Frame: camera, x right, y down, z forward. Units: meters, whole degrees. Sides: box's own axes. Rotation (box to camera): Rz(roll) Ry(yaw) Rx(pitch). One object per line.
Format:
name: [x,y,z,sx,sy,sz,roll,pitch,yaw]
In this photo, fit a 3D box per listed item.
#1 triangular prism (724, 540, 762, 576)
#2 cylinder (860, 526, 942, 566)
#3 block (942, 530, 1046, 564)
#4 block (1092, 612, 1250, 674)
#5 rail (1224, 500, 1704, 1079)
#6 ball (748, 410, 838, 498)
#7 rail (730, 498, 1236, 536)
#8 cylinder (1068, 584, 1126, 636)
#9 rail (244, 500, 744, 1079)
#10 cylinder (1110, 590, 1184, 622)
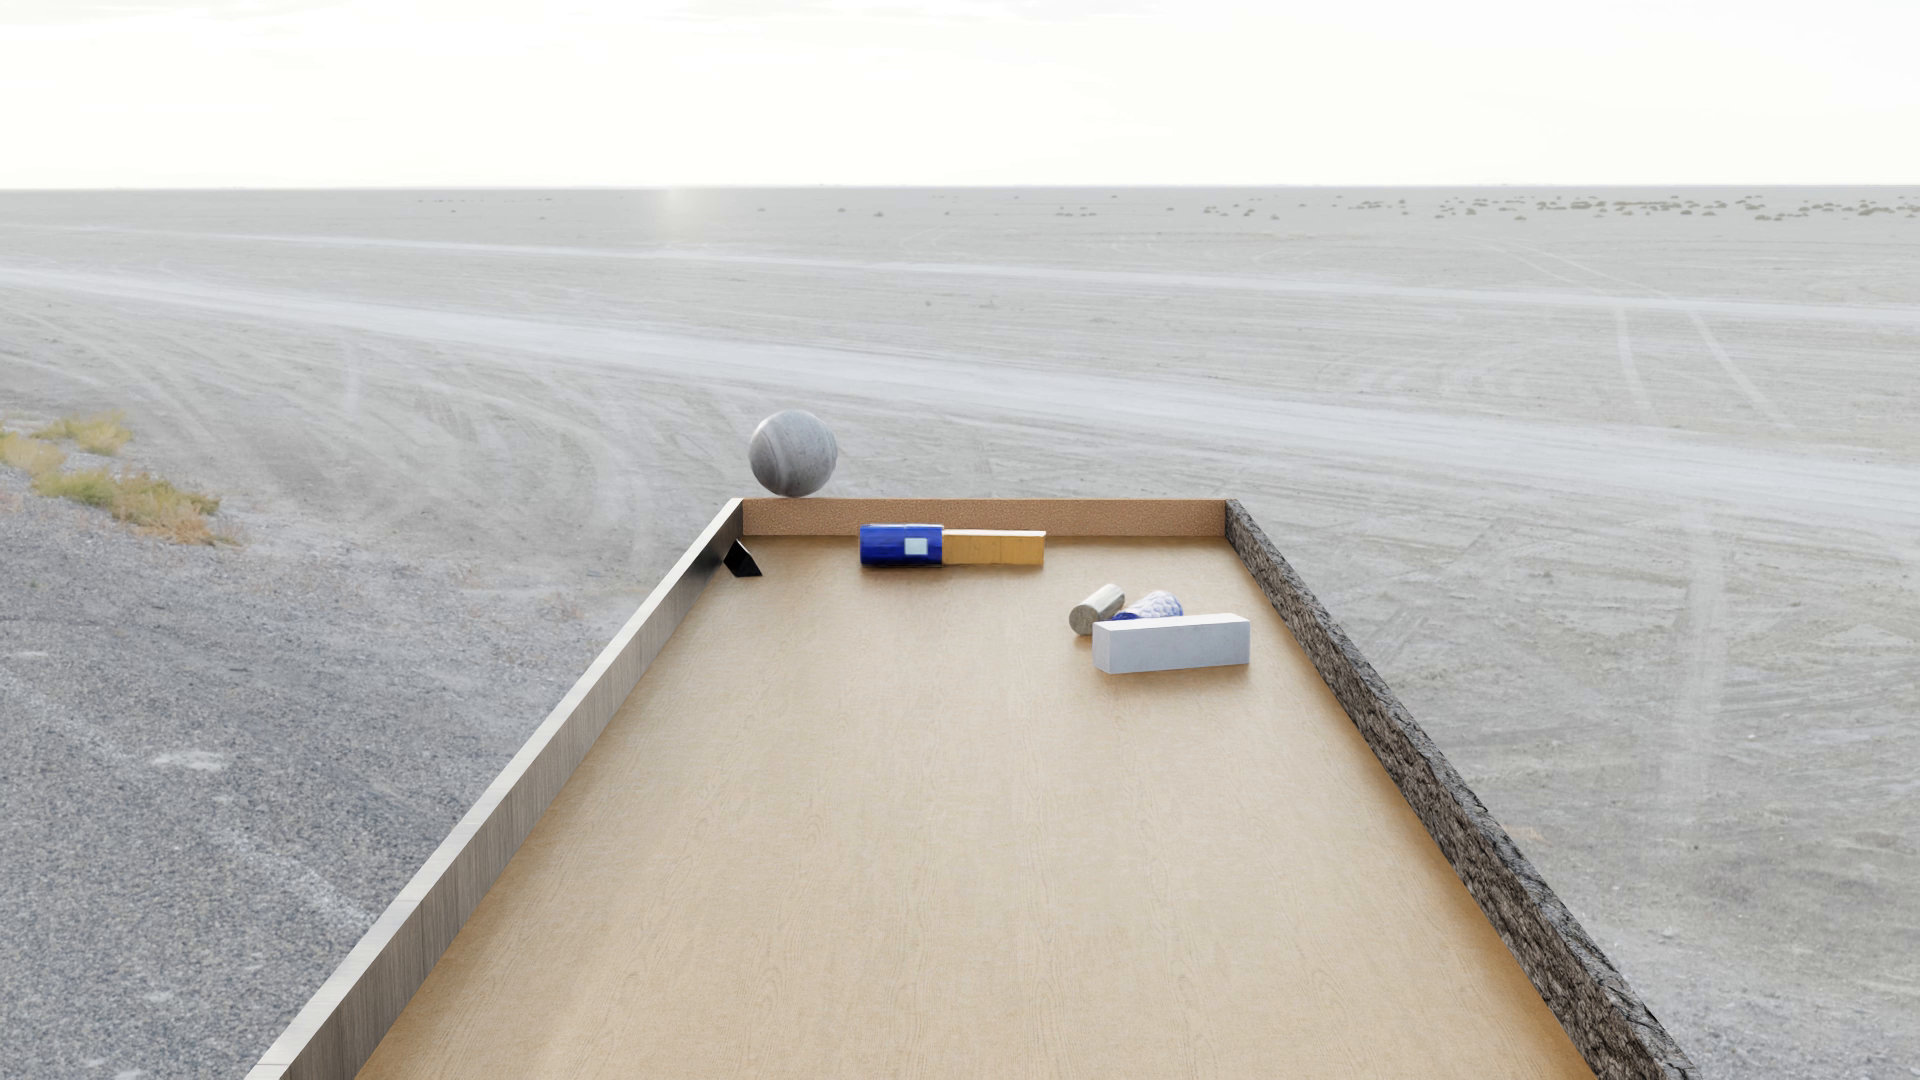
triangular prism: [-0.821,0.065,8.298,0.102,0.088,0.326,-2,9,-13]
cylinder: [-0.222,0.022,8.377,0.310,0.154,0.154,0,9,-1]
block: [0.123,0.026,8.492,0.410,0.110,0.110,1,9,7]
block: [0.637,0.310,6.630,0.459,0.132,0.132,-3,10,-19]
rail: [1.046,0.843,3.208,0.050,0.150,12.000,0,9,1]
ball: [-0.699,-0.360,9.199,0.370,0.370,0.370,0,9,0]
rail: [0.099,-0.098,9.147,2.100,0.150,0.050,0,9,1]
cylinder: [0.454,0.228,7.249,0.100,0.100,0.393,3,9,16]
rail: [-1.004,0.839,3.234,0.050,0.150,12.000,0,9,1]
cylinder: [0.581,0.262,6.891,0.145,0.145,0.384,3,10,20]
